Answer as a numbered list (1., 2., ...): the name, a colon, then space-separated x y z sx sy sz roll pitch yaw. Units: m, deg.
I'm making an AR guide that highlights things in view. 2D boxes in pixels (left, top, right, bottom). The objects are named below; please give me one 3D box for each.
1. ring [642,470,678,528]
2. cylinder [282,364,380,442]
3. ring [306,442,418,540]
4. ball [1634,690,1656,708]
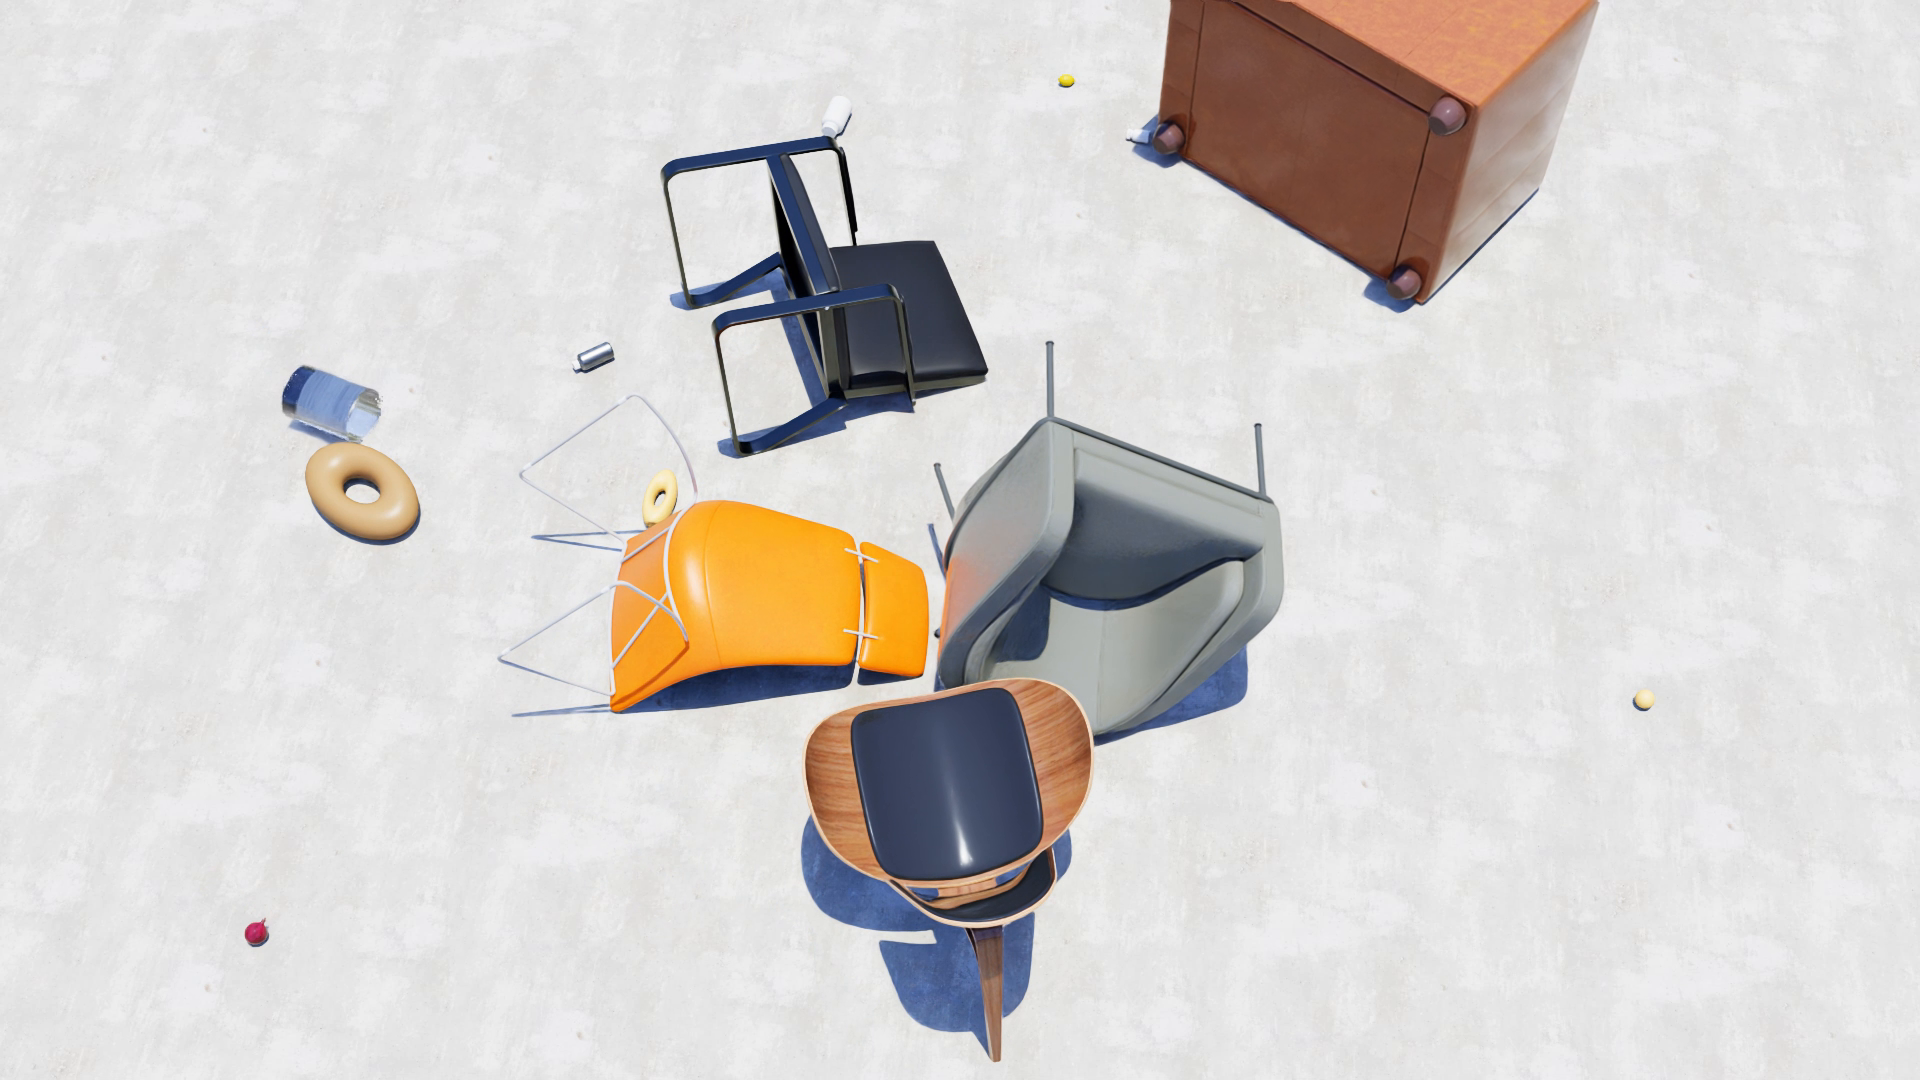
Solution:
1. ring: -0.904 -0.124 6.624 0.095 0.057 0.213 7 56 7
2. cylinder: -1.932 -0.420 6.755 0.230 0.169 0.178 20 55 13
3. ring: -1.799 -0.149 6.612 0.413 0.104 0.266 36 64 21
4. ball: 1.943 0.451 6.238 0.055 0.055 0.055 0 56 0
